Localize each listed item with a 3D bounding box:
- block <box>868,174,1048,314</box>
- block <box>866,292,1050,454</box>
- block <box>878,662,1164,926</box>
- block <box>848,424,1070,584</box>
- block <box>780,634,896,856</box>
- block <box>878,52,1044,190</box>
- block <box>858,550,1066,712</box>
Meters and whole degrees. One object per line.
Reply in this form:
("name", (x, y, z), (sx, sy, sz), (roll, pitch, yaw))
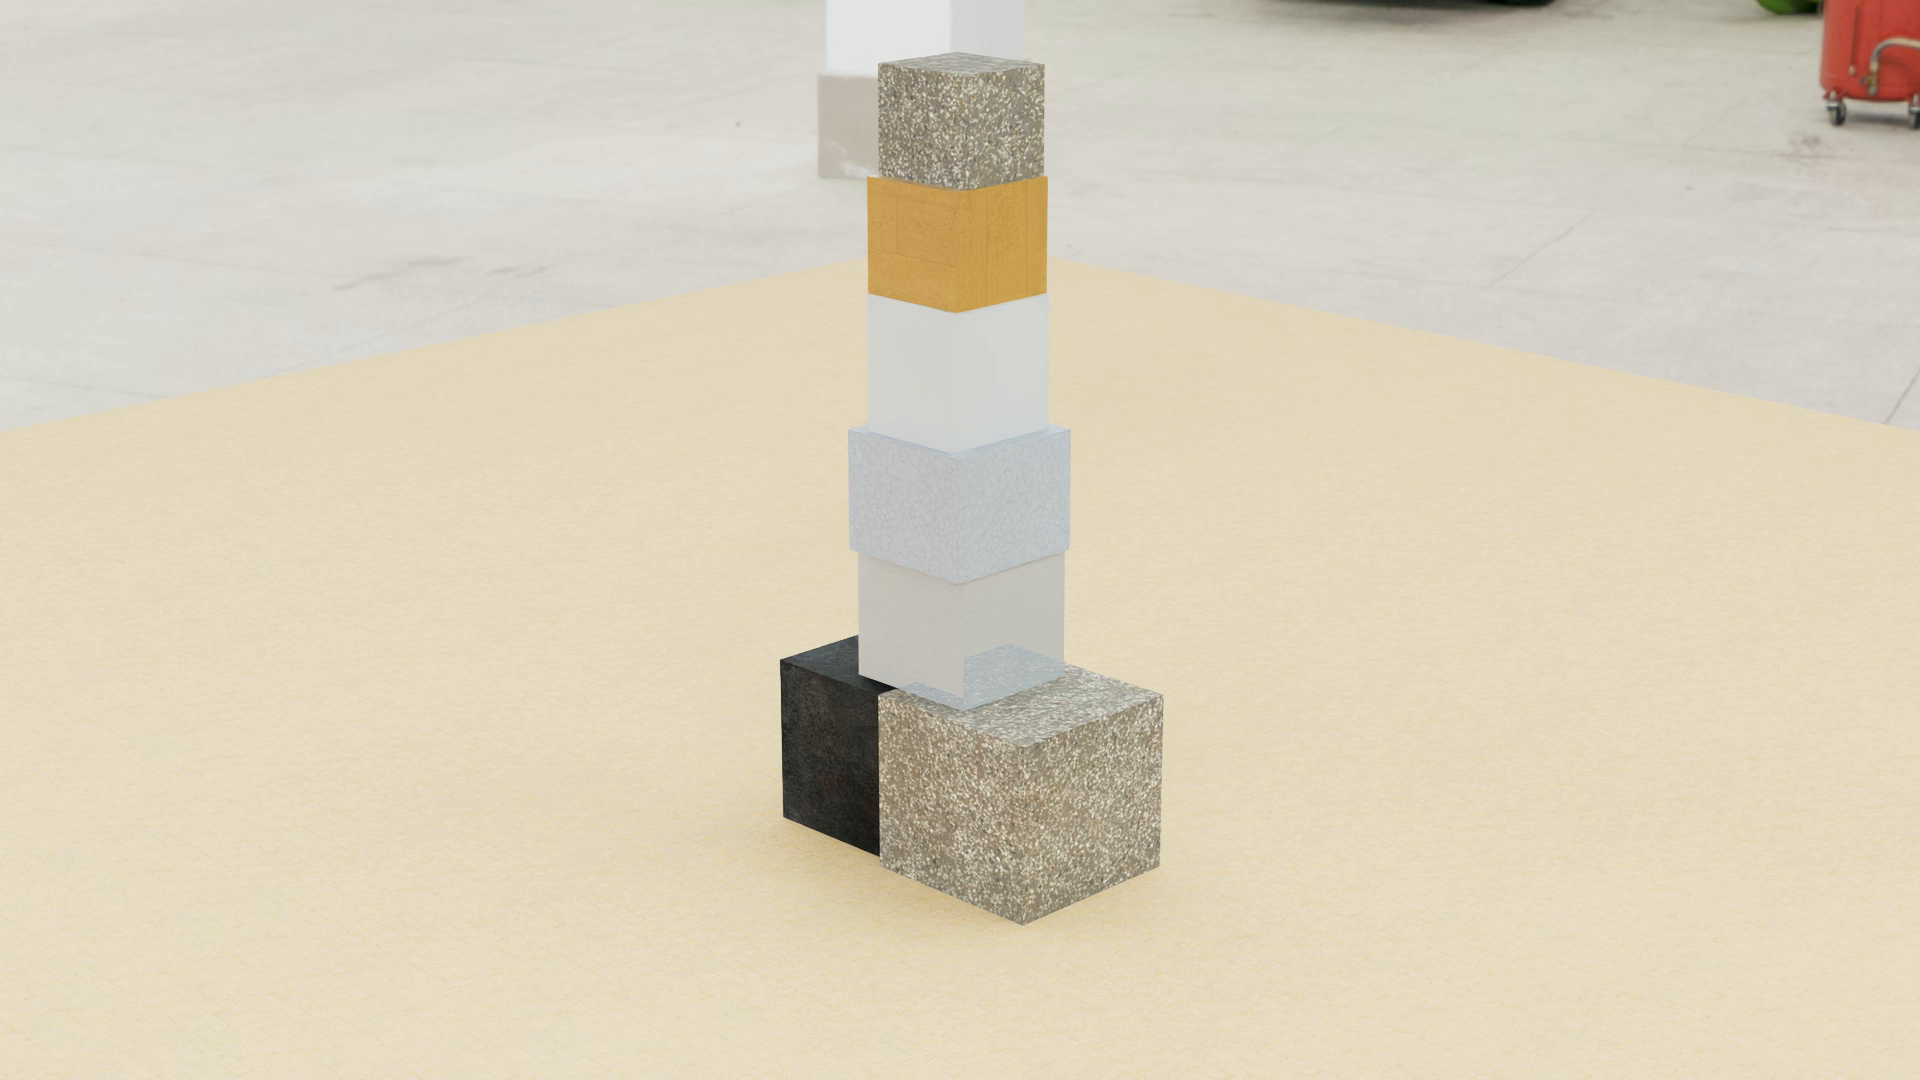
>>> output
("block", (-0.011, -1.343, 12.908), (0.564, 0.523, 0.555), (-17, 24, -42))
("block", (-0.008, -0.796, 13.083), (0.608, 0.626, 0.538), (-17, 24, -42))
("block", (0.277, 1.105, 13.422), (0.915, 0.844, 0.915), (-17, 24, -42))
("block", (-0.002, -0.228, 13.268), (0.711, 0.568, 0.707), (-17, 24, -42))
("block", (-0.332, 0.951, 13.978), (0.726, 0.805, 0.742), (-17, 24, -42))
("block", (0.005, -1.830, 12.772), (0.487, 0.488, 0.535), (-17, 24, -42))
("block", (0.006, 0.332, 13.452), (0.654, 0.612, 0.682), (-17, 24, -42))
